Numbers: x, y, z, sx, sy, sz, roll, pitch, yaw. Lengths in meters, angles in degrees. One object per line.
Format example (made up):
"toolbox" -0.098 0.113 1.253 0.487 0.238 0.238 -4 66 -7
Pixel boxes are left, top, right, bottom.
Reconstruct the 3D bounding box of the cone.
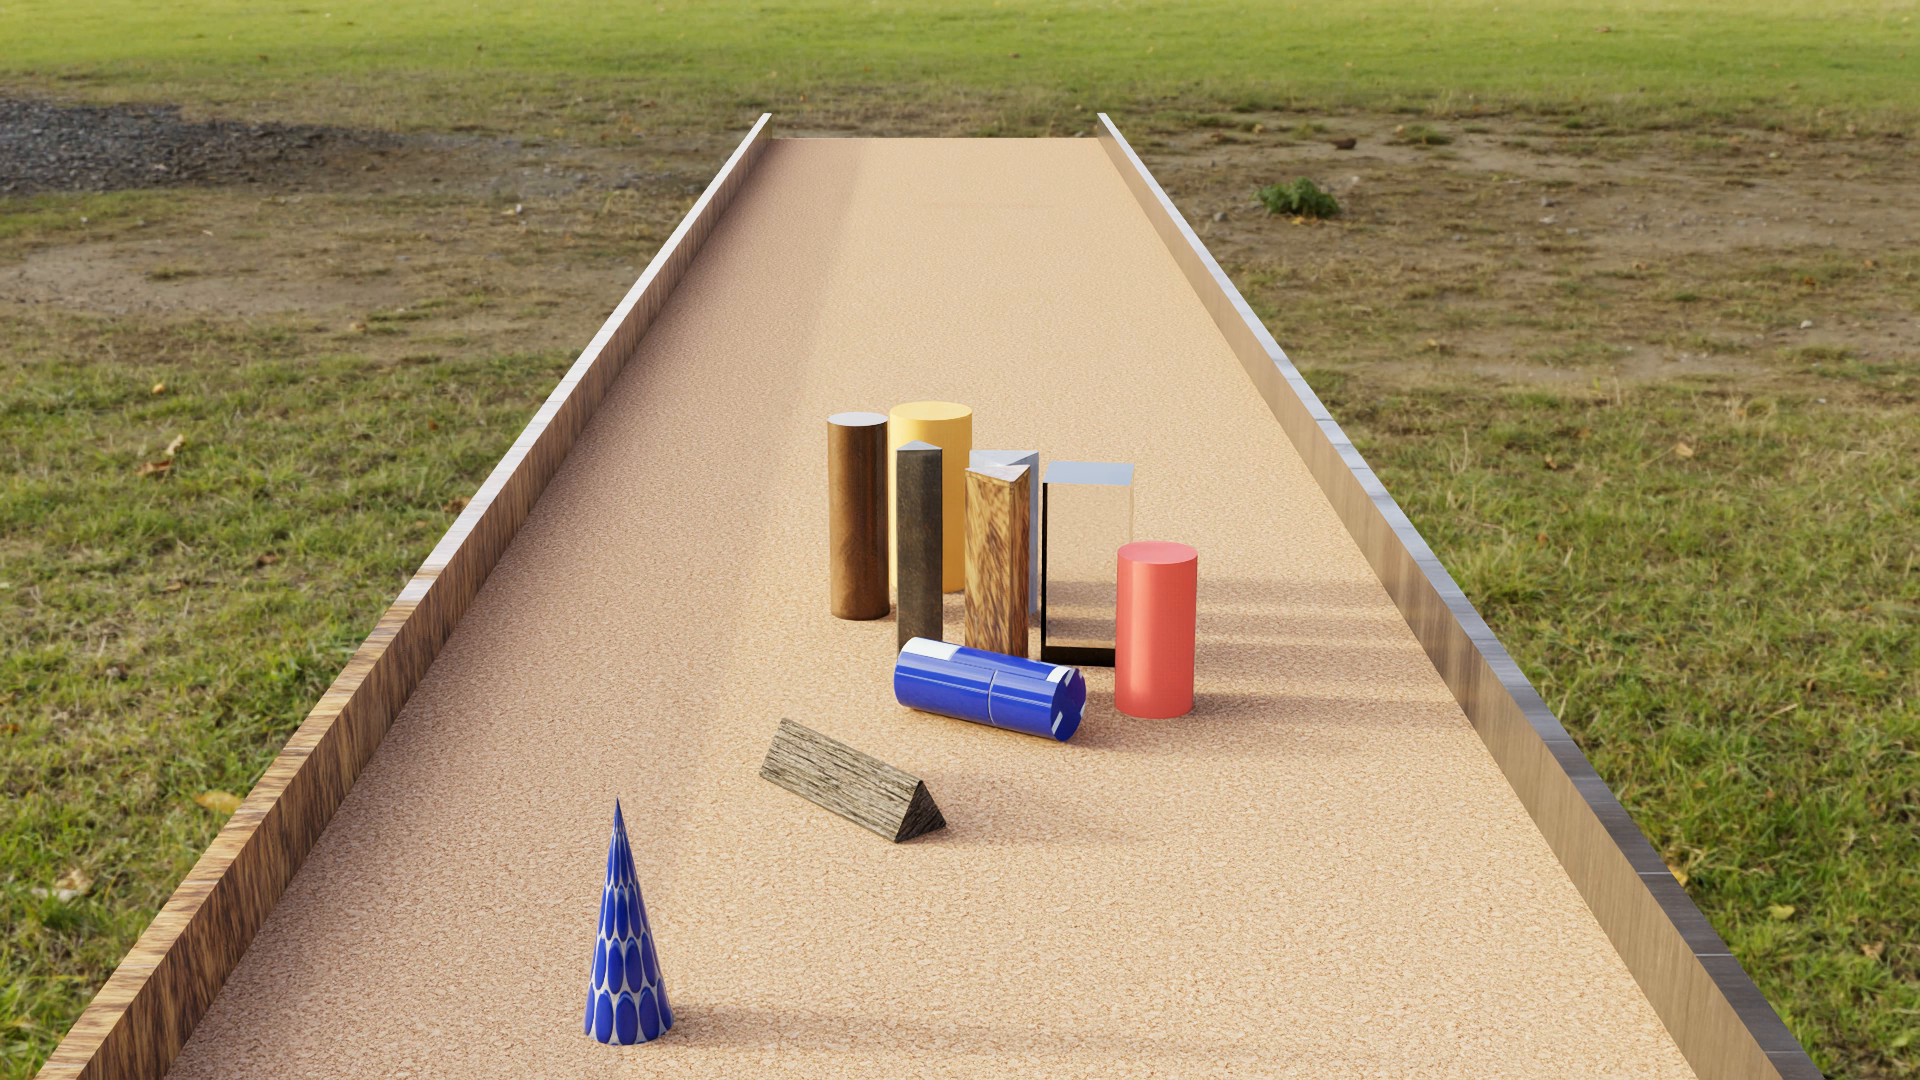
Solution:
"cone" -0.454 0.499 2.959 0.123 0.336 0.123 0 17 0

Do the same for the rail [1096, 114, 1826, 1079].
"rail" 0.932 -0.844 7.801 0.050 0.150 12.000 0 17 -1

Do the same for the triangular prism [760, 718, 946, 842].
"triangular prism" -0.187 0.395 3.722 0.110 0.095 0.373 -13 21 -39

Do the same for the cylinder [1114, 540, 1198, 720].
"cylinder" 0.367 0.168 4.131 0.149 0.303 0.149 0 17 0

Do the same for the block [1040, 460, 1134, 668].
"block" 0.256 0.047 4.409 0.170 0.376 0.170 2 17 7

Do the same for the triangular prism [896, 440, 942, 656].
"triangular prism" -0.084 0.025 4.364 0.090 0.443 0.078 -2 17 -6

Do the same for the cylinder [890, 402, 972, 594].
"cylinder" -0.063 -0.095 4.859 0.180 0.392 0.180 0 17 0

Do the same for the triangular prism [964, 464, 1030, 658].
"triangular prism" 0.091 0.084 4.157 0.107 0.448 0.124 -15 22 -41

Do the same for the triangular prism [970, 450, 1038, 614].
"triangular prism" 0.075 -0.010 4.645 0.123 0.352 0.143 10 19 30

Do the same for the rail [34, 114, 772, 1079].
"rail" -1.118 -0.838 7.780 0.050 0.150 12.000 0 17 -1

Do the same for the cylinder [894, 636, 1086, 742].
"cylinder" 0.054 0.274 4.068 0.334 0.135 0.135 10 19 30

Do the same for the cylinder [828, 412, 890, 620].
"cylinder" -0.214 -0.050 4.652 0.127 0.424 0.127 0 17 0
